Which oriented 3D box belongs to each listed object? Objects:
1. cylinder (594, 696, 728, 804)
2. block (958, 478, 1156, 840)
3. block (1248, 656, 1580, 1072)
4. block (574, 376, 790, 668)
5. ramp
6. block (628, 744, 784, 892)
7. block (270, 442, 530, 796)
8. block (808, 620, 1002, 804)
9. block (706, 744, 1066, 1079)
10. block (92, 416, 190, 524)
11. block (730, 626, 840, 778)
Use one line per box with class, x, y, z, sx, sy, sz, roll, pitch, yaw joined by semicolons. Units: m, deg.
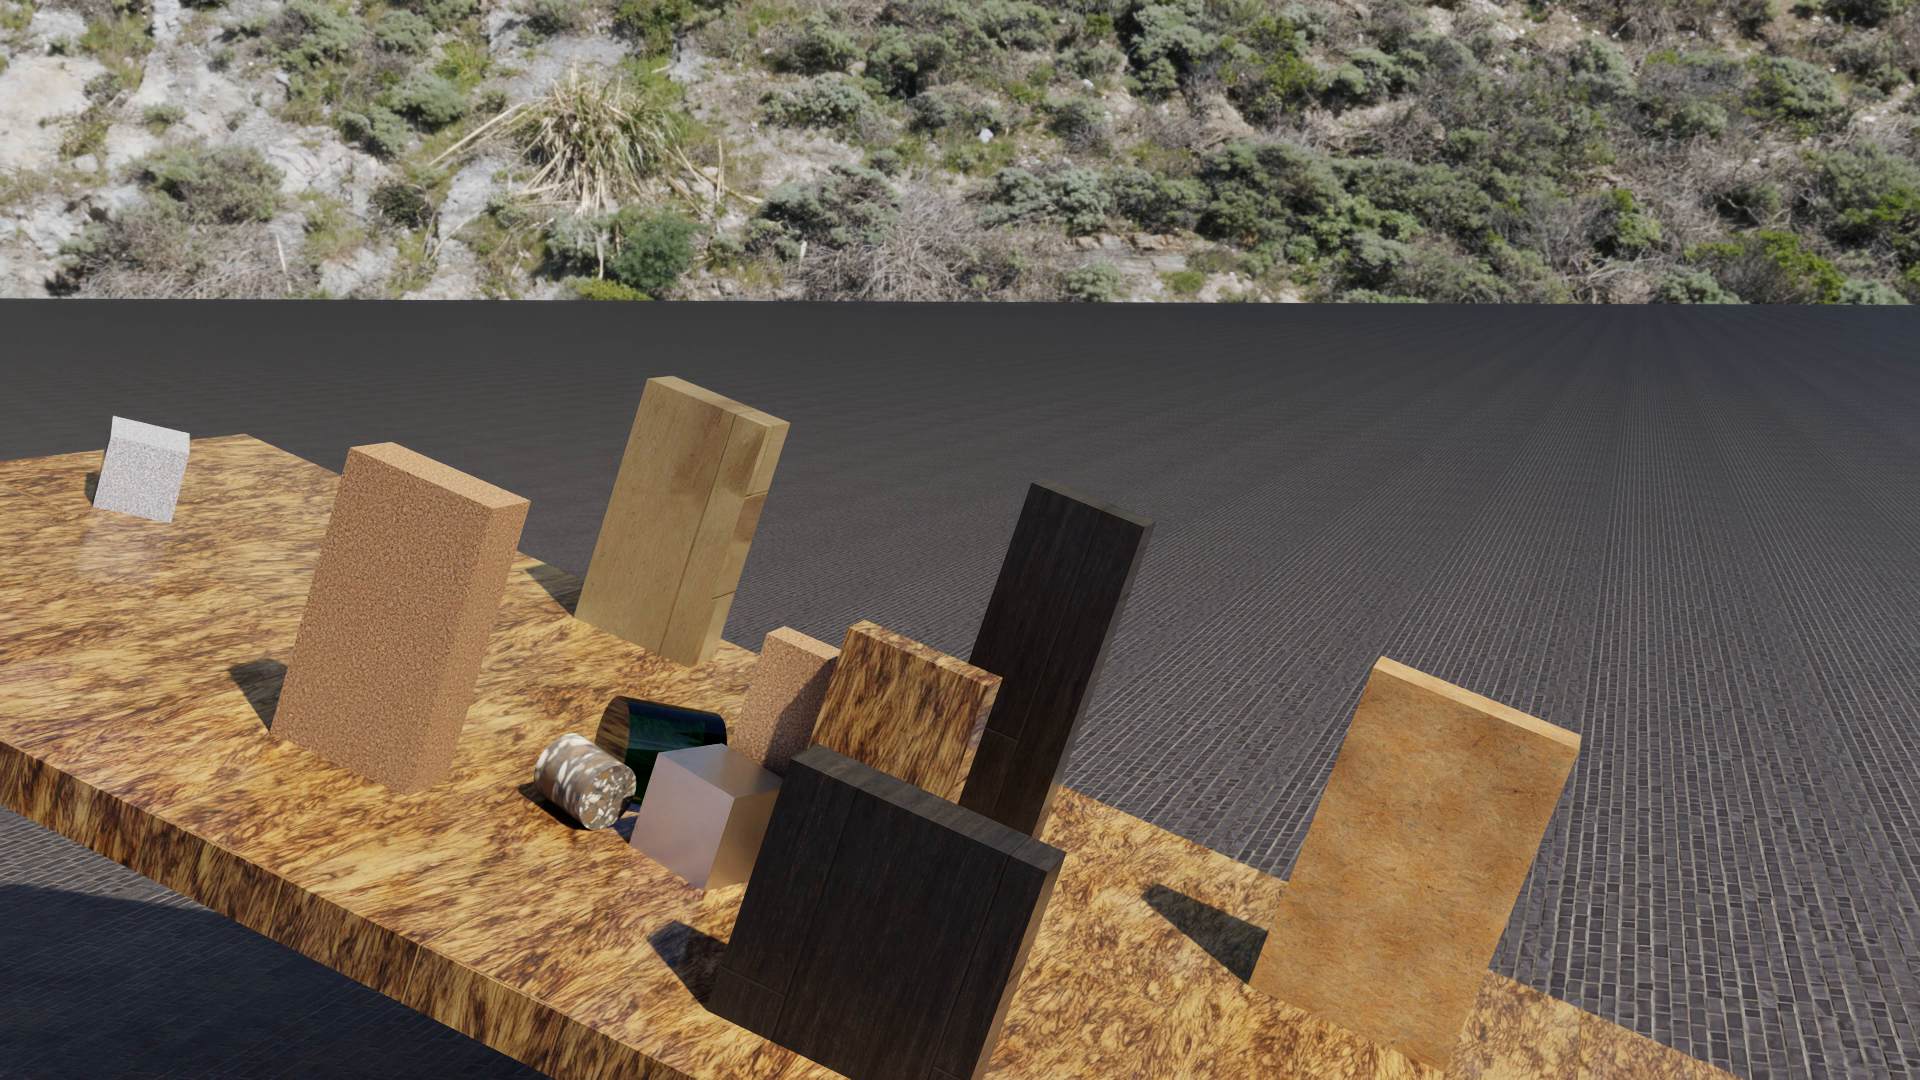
cylinder;-0.565;0.403;4.126;0.193;0.193;0.193;13;0;-27
block;0.150;0.268;4.495;0.246;0.746;0.111;22;12;14
block;0.867;0.618;4.216;0.400;0.678;0.134;22;12;14
block;-0.639;-0.044;5.038;0.308;0.587;0.136;22;12;14
ramp;-0.337;0.621;4.213;4.000;0.100;2.000;22;12;14
block;-0.442;0.494;3.939;0.182;0.182;0.182;26;14;29
block;-0.980;0.136;3.845;0.289;0.538;0.132;22;12;14
block;-0.140;0.429;3.936;0.274;0.498;0.087;22;12;14
block;-0.116;0.601;3.370;0.427;0.433;0.115;22;12;14
block;-1.782;-0.154;4.790;0.162;0.162;0.162;14;13;-23
block;-0.258;0.412;4.047;0.324;0.407;0.089;22;12;14
